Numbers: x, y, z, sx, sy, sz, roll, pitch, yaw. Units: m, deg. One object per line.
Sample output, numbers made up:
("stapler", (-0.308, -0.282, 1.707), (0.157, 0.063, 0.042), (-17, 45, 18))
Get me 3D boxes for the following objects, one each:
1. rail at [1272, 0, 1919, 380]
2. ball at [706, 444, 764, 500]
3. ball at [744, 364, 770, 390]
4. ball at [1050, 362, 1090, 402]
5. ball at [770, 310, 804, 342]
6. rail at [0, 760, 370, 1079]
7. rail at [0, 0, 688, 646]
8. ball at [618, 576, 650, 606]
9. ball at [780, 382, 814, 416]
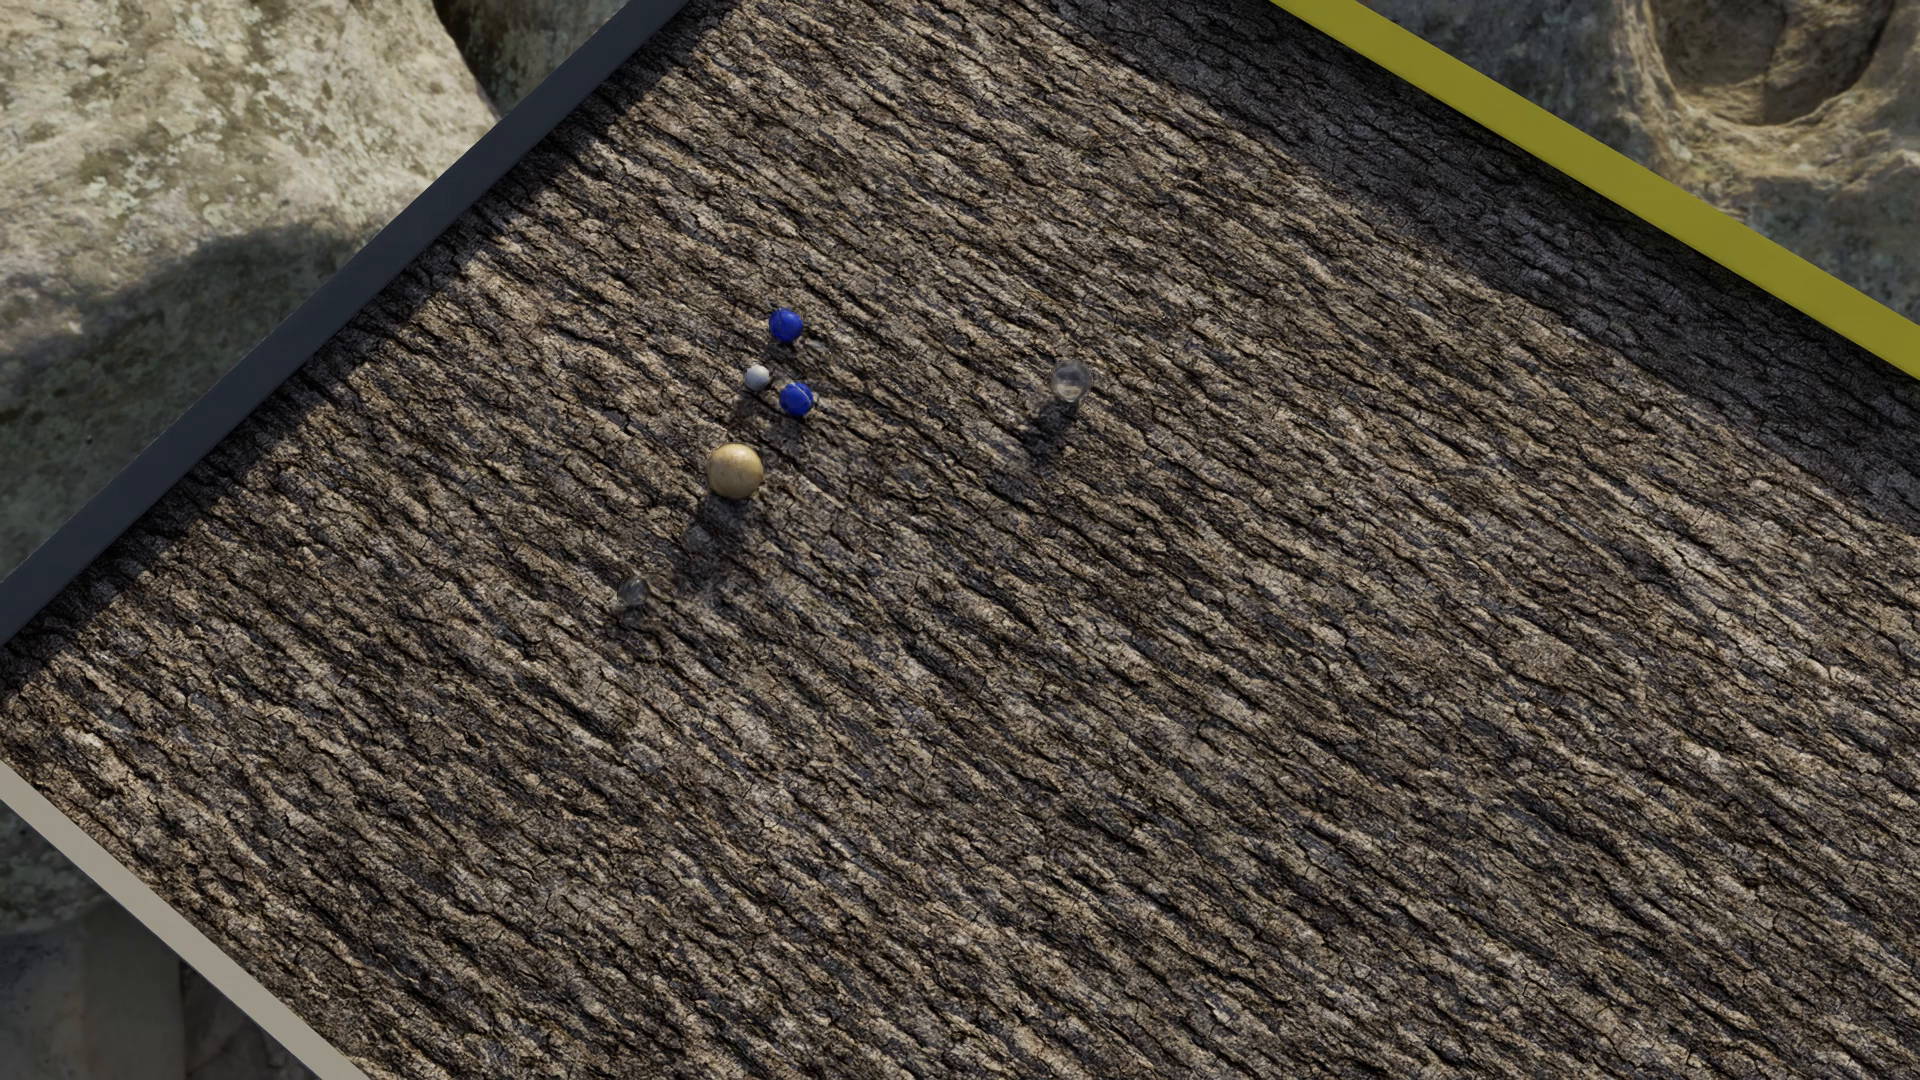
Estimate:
("rail", (1.656, -0.277, 3.723), (4.497, 0.122, 0.045), (35, 69, 16))
("ball", (-0.375, -0.114, 3.658), (0.094, 0.094, 0.094), (0, 63, 0))
("ball", (-0.347, -0.278, 3.768), (0.044, 0.044, 0.044), (0, 63, 0))
("ball", (0.189, -0.271, 3.751), (0.069, 0.069, 0.069), (0, 63, 0))
("ball", (-0.300, -0.370, 3.807), (0.056, 0.056, 0.056), (0, 63, 0))
("rail", (0.116, 1.488, 2.842), (4.497, 0.122, 0.045), (35, 69, 16))
("rail", (-0.867, -0.620, 3.894), (0.045, 0.122, 2.550), (35, 69, 16))
("ball", (-0.531, 0.084, 3.584), (0.051, 0.051, 0.051), (0, 63, 0))
("ball", (-0.278, -0.239, 3.741), (0.058, 0.058, 0.058), (0, 63, 0))
